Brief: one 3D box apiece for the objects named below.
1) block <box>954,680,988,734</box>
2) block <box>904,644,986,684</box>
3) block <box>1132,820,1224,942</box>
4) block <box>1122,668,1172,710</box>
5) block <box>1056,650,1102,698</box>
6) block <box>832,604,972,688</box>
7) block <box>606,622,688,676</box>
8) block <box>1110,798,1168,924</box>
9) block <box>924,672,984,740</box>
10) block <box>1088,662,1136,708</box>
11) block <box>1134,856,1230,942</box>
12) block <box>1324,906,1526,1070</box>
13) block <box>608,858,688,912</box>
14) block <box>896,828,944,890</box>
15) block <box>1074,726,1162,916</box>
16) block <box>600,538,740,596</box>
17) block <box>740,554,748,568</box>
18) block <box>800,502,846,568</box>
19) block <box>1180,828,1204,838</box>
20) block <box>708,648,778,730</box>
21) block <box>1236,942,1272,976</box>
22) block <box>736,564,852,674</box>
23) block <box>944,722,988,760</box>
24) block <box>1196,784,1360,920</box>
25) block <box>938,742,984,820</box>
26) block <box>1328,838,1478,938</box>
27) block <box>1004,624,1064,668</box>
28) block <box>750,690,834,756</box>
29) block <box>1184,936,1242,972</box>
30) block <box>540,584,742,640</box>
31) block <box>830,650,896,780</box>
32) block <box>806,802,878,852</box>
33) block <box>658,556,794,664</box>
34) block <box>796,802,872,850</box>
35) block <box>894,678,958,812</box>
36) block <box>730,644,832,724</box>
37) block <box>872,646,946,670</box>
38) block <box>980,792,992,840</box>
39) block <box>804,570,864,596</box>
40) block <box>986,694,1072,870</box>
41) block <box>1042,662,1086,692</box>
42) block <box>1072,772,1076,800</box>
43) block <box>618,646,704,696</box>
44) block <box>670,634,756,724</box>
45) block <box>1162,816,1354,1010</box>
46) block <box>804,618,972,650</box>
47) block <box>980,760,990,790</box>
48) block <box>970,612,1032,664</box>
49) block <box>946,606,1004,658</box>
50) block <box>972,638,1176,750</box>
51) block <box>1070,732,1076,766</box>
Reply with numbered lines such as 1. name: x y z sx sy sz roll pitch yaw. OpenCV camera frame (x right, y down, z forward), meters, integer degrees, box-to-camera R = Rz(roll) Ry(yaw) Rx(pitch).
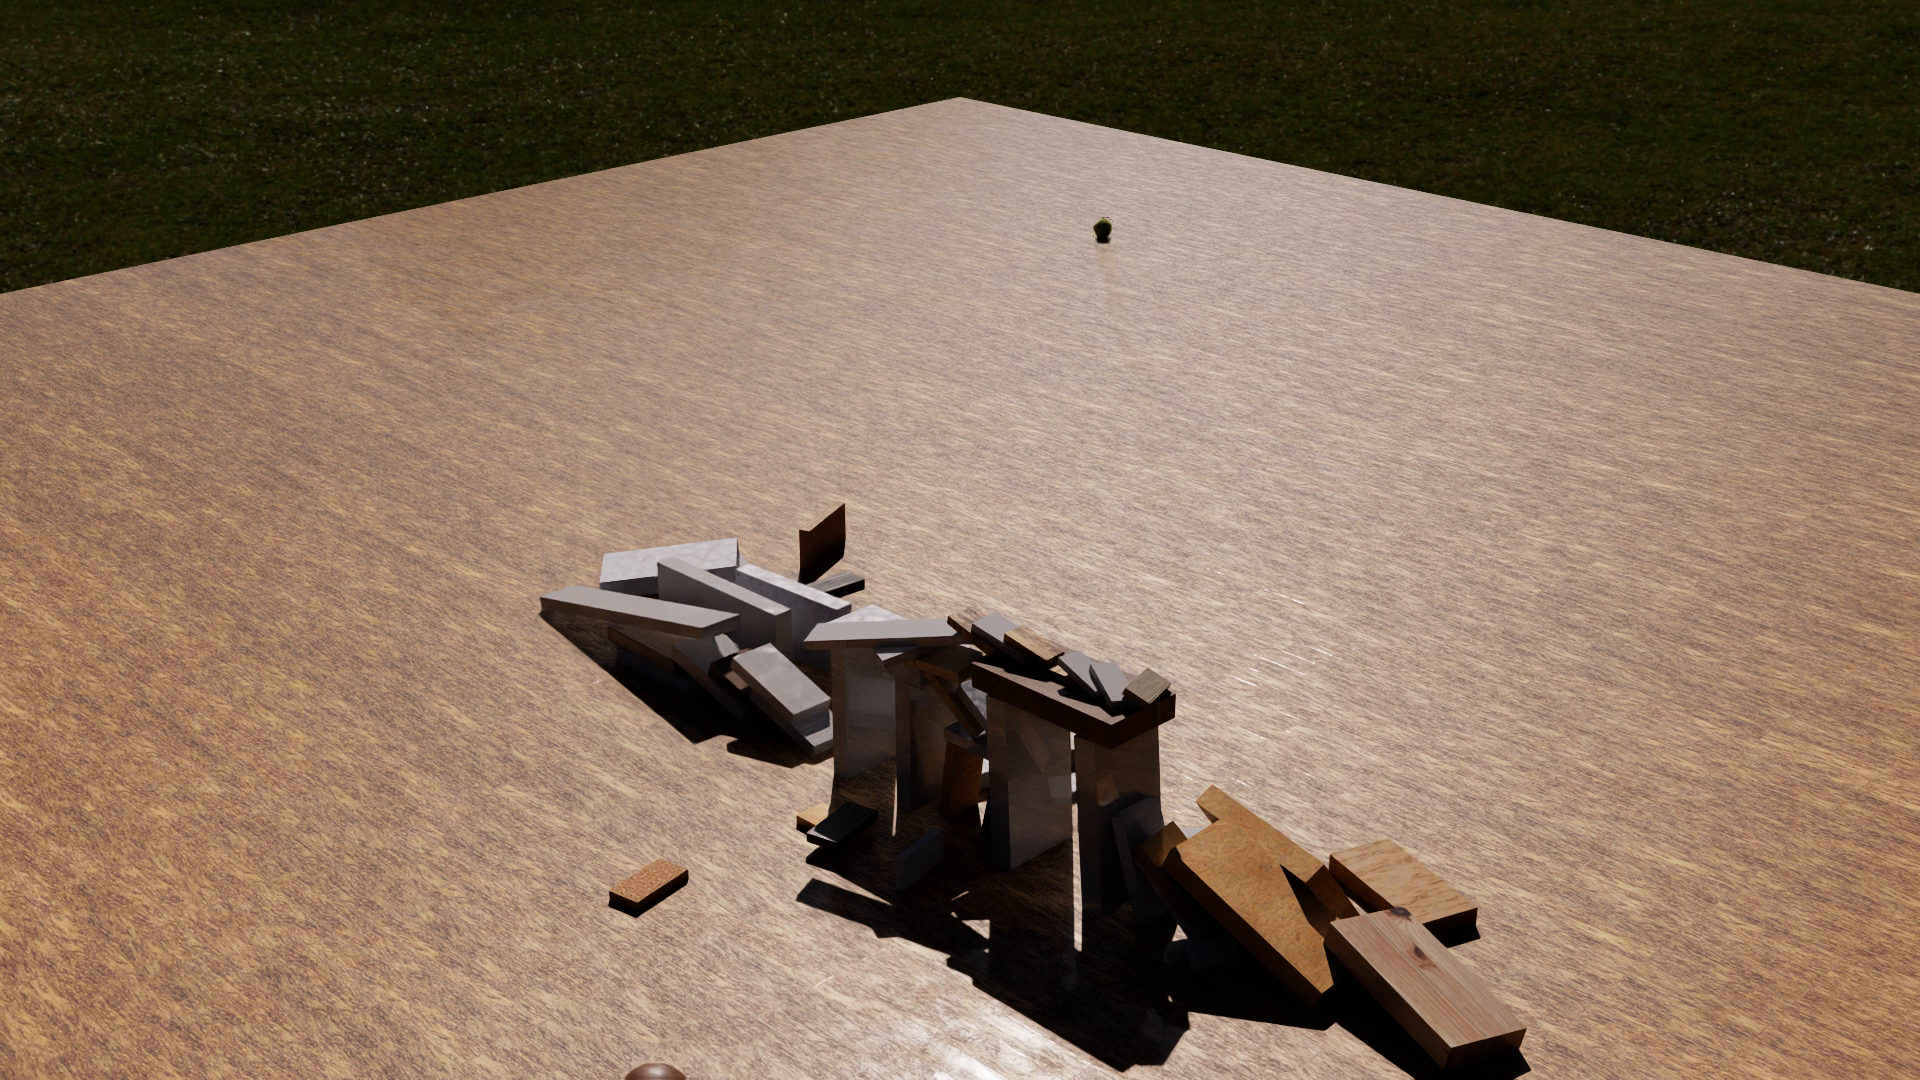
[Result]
1. block: 0.070 0.339 4.303 0.081 0.023 0.162 -21 64 -41
2. block: -0.029 0.233 4.298 0.081 0.023 0.162 -32 31 -34
3. block: 0.417 0.623 4.018 0.104 0.029 0.208 -28 74 -42
4. block: 0.342 0.272 4.022 0.054 0.015 0.107 33 30 14
5. block: 0.234 0.247 4.063 0.054 0.015 0.107 -16 44 -37
6. block: -0.131 0.213 4.464 0.290 0.041 0.145 21 31 40
7. block: -0.686 0.234 5.069 0.129 0.037 0.258 -20 30 -39
8. block: 0.348 0.595 4.094 0.104 0.208 0.029 -22 12 -41
9. block: 0.006 0.304 4.335 0.081 0.162 0.023 -38 2 -42
10. block: 0.281 0.265 4.027 0.054 0.015 0.107 -2 37 -22
11. block: 0.418 0.645 4.043 0.104 0.029 0.208 -22 70 -41
12. block: 0.799 0.768 3.798 0.169 0.048 0.338 -6 32 -29
13. block: -0.592 0.656 4.188 0.072 0.020 0.144 15 27 32
14. block: -0.077 0.613 4.229 0.019 0.068 0.136 15 27 31
15. block: 0.299 0.505 4.113 0.050 0.356 0.178 15 27 43
16. block: -0.721 0.071 5.482 0.338 0.048 0.169 -7 25 -2
17. block: -0.599 0.062 5.577 0.104 0.029 0.208 -8 24 -19
18. block: -0.353 -0.014 5.661 0.029 0.104 0.208 9 25 21
19. block: 0.433 0.589 4.353 0.107 0.015 0.054 1 23 2
20. block: -0.445 0.325 4.840 0.106 0.030 0.212 -21 49 -41
21. block: 0.538 0.752 3.972 0.048 0.014 0.095 -16 28 -33
22. block: -0.387 0.184 5.111 0.337 0.169 0.048 19 30 38
23. block: 0.061 0.397 4.338 0.176 0.025 0.088 22 31 40
24. block: 0.595 0.597 4.140 0.048 0.169 0.338 -44 36 -9
25. block: 0.005 0.469 4.426 0.088 0.176 0.025 -21 39 -41
26. block: 0.834 0.660 4.156 0.138 0.039 0.276 -11 25 -23
27. block: 0.140 0.200 4.158 0.107 0.015 0.054 32 37 32
28. block: -0.345 0.377 4.753 0.106 0.030 0.212 -21 48 -40
29. block: 0.454 0.745 3.957 0.095 0.014 0.048 -6 58 -13
30. block: -0.755 0.166 5.132 0.104 0.029 0.682 -20 18 -39
31. block: -0.199 0.340 4.589 0.041 0.290 0.145 21 31 40
32. block: -0.232 0.566 4.349 0.072 0.021 0.145 13 26 29
33. block: -0.549 0.182 5.116 0.426 0.169 0.048 21 31 40
34. block: -0.251 0.570 4.391 0.144 0.020 0.072 21 31 40
35. block: -0.064 0.393 4.464 0.041 0.290 0.145 21 30 40
36. block: -0.390 0.311 4.775 0.106 0.030 0.212 -21 48 -40
37. block: -0.094 0.208 4.329 0.144 0.020 0.072 -20 25 -13
38. block: 0.091 0.503 4.348 0.025 0.176 0.088 30 35 30
39. block: -0.311 0.113 5.470 0.136 0.019 0.068 -18 29 -36
40. block: 0.137 0.441 4.263 0.178 0.355 0.050 -21 28 -41
41. block: 0.212 0.252 4.103 0.107 0.015 0.054 21 31 41
42. block: 0.197 0.516 4.519 0.134 0.019 0.067 -12 26 -27
43. block: -0.655 0.281 5.051 0.258 0.037 0.129 21 31 40
44. block: -0.514 0.301 4.908 0.129 0.037 0.258 -21 48 -40
45. block: 0.553 0.664 3.950 0.169 0.048 0.369 -23 56 -42
46. block: -0.129 0.185 4.348 0.366 0.021 0.072 -3 26 23
47. block: 0.020 0.417 4.685 0.138 0.039 0.340 -14 30 -18
48. block: 0.093 0.186 4.201 0.134 0.019 0.067 31 38 31
49. block: 0.044 0.177 4.238 0.067 0.019 0.134 -19 42 -37
50. block: 0.210 0.281 4.118 0.178 0.050 0.355 -21 31 -40
51. block: 0.233 0.403 4.760 0.138 0.039 0.276 3 23 5
